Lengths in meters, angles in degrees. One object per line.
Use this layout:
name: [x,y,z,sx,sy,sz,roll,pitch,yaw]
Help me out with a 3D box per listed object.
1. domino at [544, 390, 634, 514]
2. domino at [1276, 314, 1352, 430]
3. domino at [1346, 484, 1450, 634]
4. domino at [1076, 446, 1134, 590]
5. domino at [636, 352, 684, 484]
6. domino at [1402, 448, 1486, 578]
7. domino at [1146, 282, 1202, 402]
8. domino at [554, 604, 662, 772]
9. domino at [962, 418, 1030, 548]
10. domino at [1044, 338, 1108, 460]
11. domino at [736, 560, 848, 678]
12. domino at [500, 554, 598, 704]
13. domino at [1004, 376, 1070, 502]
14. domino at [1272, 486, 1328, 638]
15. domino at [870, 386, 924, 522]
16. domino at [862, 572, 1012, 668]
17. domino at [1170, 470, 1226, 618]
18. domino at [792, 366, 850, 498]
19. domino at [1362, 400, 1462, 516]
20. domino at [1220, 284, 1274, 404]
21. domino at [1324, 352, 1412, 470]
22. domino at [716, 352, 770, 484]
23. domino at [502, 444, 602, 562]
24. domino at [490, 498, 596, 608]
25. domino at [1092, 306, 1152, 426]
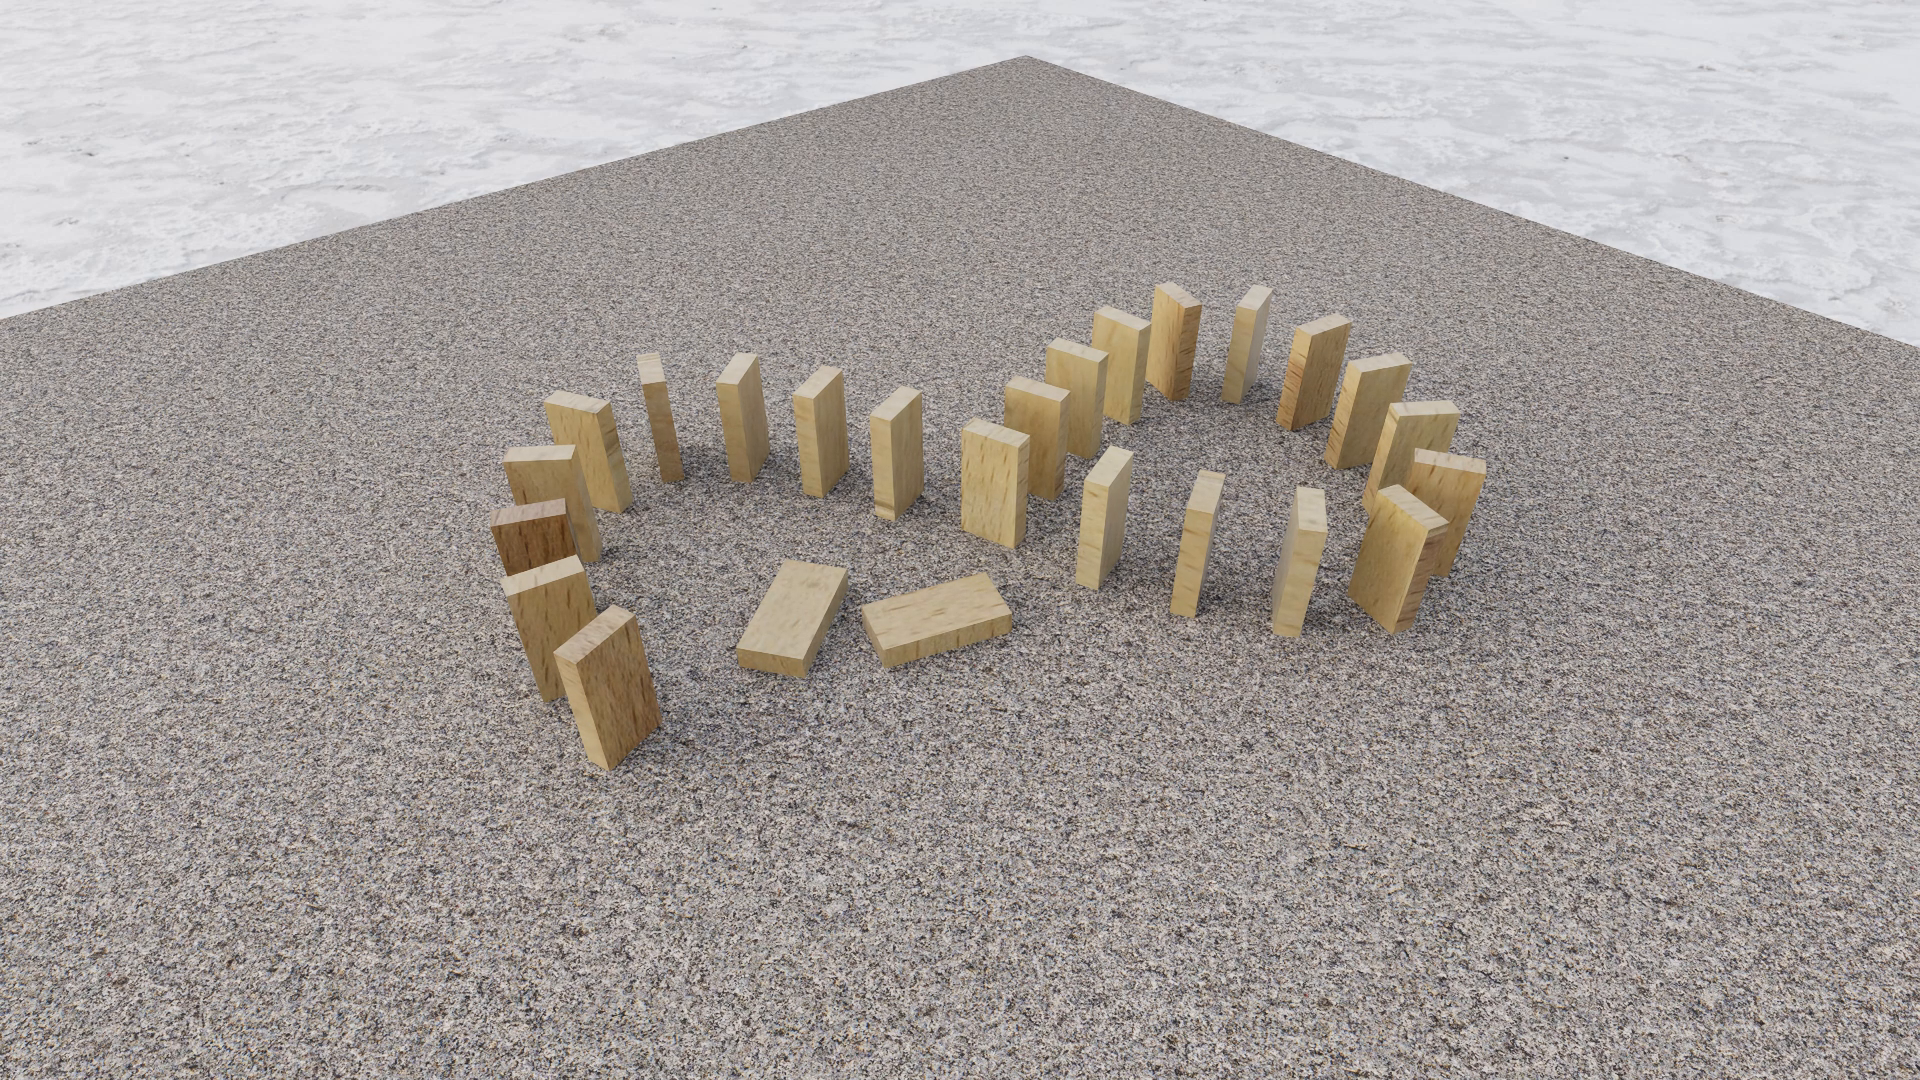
domino: [-0.153,-0.036,0.455,0.025,0.050,0.010,13,41,16]
domino: [0.162,-0.077,0.505,0.025,0.050,0.010,-21,44,-24]
domino: [0.159,0.007,0.402,0.010,0.050,0.025,-17,42,-20]
domino: [0.055,-0.008,0.421,0.010,0.050,0.025,19,43,21]
domino: [-0.129,-0.053,0.476,0.010,0.050,0.025,-12,41,-14]
domino: [0.182,-0.010,0.424,0.025,0.050,0.010,12,41,14]
domino: [0.102,-0.095,0.527,0.010,0.050,0.025,-16,42,-19]
domino: [-0.112,0.048,0.353,0.010,0.050,0.025,21,44,23]
domino: [0.014,-0.022,0.439,0.025,0.050,0.009,21,44,23]
domino: [0.051,-0.062,0.488,0.025,0.050,0.010,22,44,25]
domino: [-0.061,0.028,0.409,0.025,0.010,0.050,9,40,10]
domino: [-0.136,0.031,0.374,0.025,0.050,0.010,-20,44,-23]
domino: [0.032,-0.042,0.463,0.025,0.050,0.010,20,43,22]
domino: [0.123,0.008,0.401,0.010,0.050,0.025,7,40,9]
domino: [-0.026,-0.035,0.455,0.009,0.050,0.025,19,43,21]
domino: [-0.009,0.029,0.408,0.050,0.010,0.025,-15,42,-17]
domino: [0.088,0.002,0.409,0.009,0.050,0.025,13,41,16]
domino: [-0.058,-0.046,0.467,0.009,0.050,0.025,15,42,18]
domino: [0.185,-0.033,0.452,0.025,0.050,0.009,-3,39,-4]
domino: [0.137,-0.093,0.525,0.010,0.050,0.025,20,43,22]
domino: [0.177,-0.056,0.479,0.025,0.050,0.009,-12,41,-14]
domino: [-0.093,-0.053,0.476,0.010,0.050,0.025,7,40,9]
domino: [-0.157,-0.013,0.428,0.025,0.050,0.010,-3,39,-3]
domino: [-0.151,0.010,0.400,0.025,0.050,0.009,-11,41,-13]
domino: [0.073,-0.081,0.510,0.025,0.050,0.009,31,48,32]
